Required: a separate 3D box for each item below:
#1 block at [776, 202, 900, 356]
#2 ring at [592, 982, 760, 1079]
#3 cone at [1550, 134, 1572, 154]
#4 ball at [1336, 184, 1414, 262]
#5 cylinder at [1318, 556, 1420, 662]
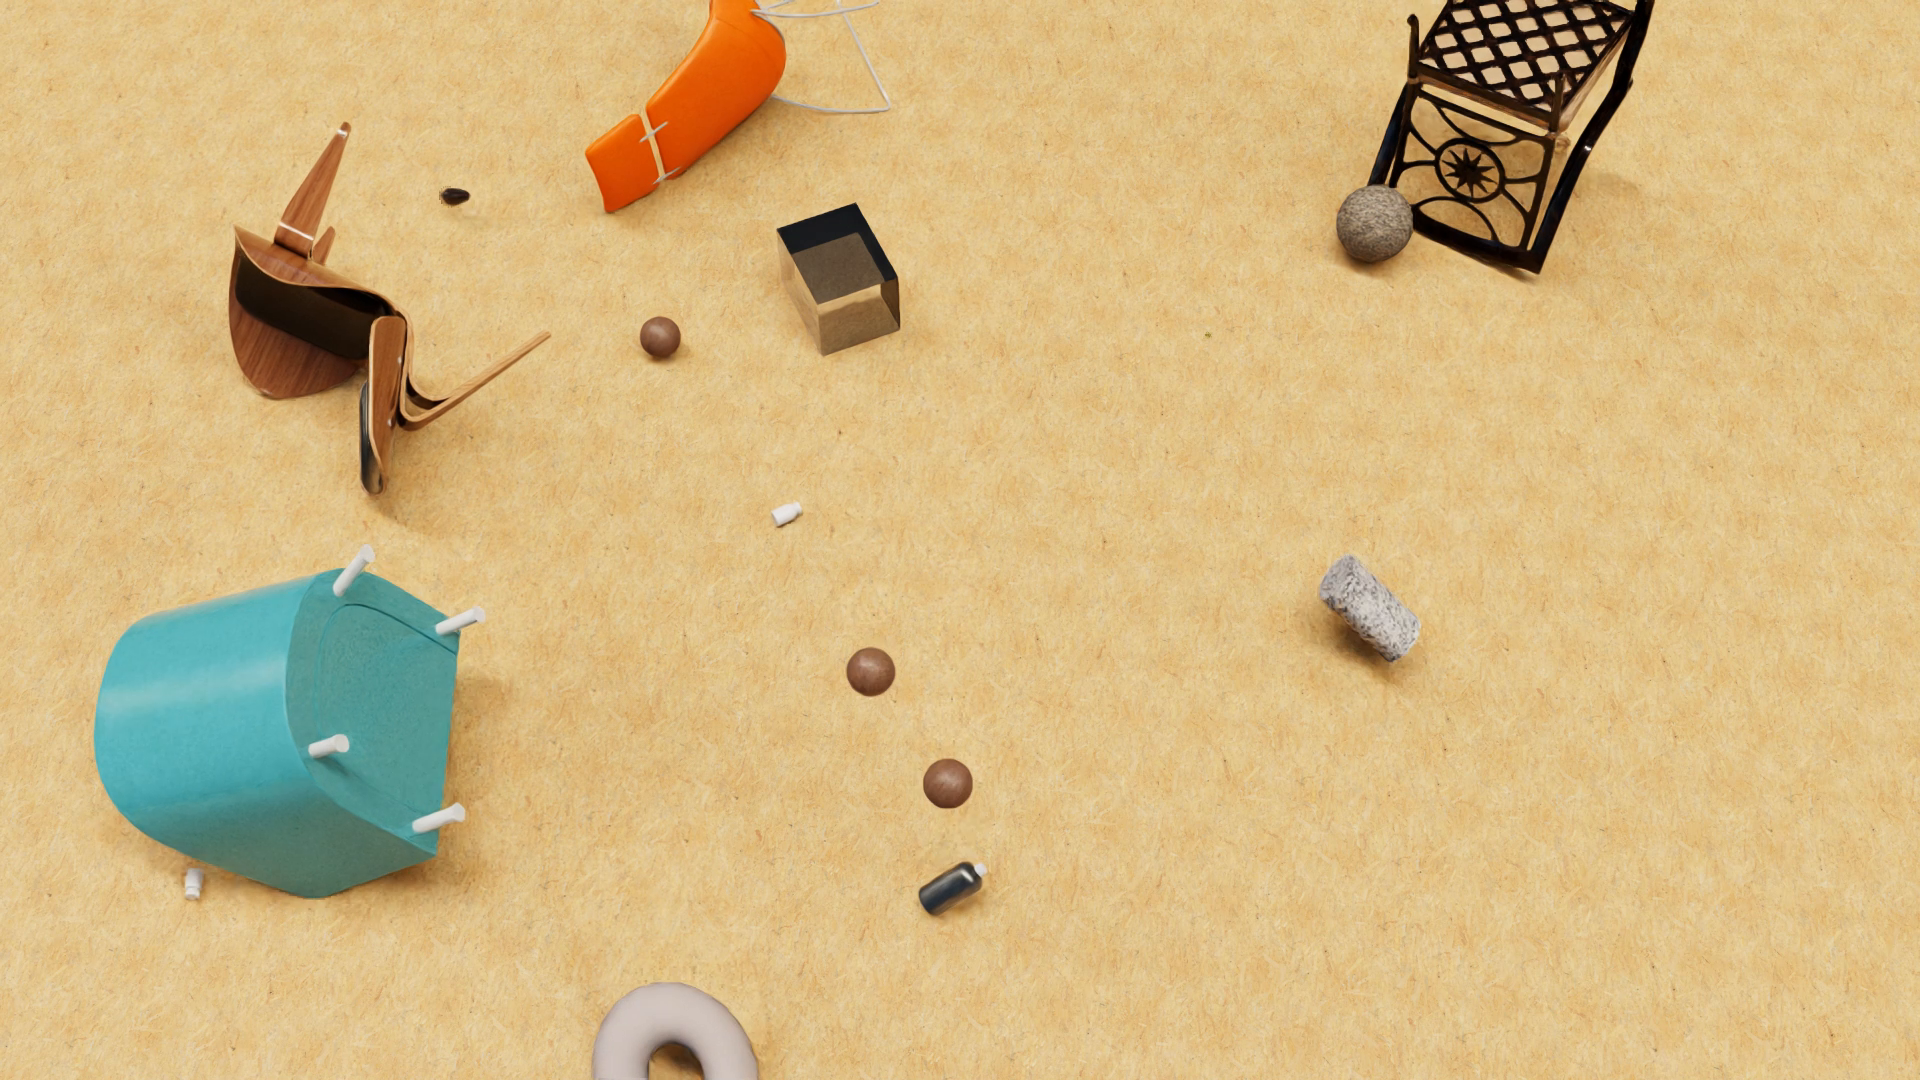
[{"bbox_3d":[-0.384,-0.826,6.974,0.272,0.256,0.343,-20,59,-13],"label":"block"},{"bbox_3d":[-0.712,1.342,5.514,0.404,0.163,0.478,-28,82,-5],"label":"ring"},{"bbox_3d":[2.016,-1.322,7.413,0.076,0.084,0.047,16,73,30],"label":"cone"},{"bbox_3d":[1.342,-1.024,7.112,0.248,0.248,0.248,0,56,0],"label":"ball"},{"bbox_3d":[1.164,0.195,6.255,0.263,0.140,0.261,43,18,-6],"label":"cylinder"}]
